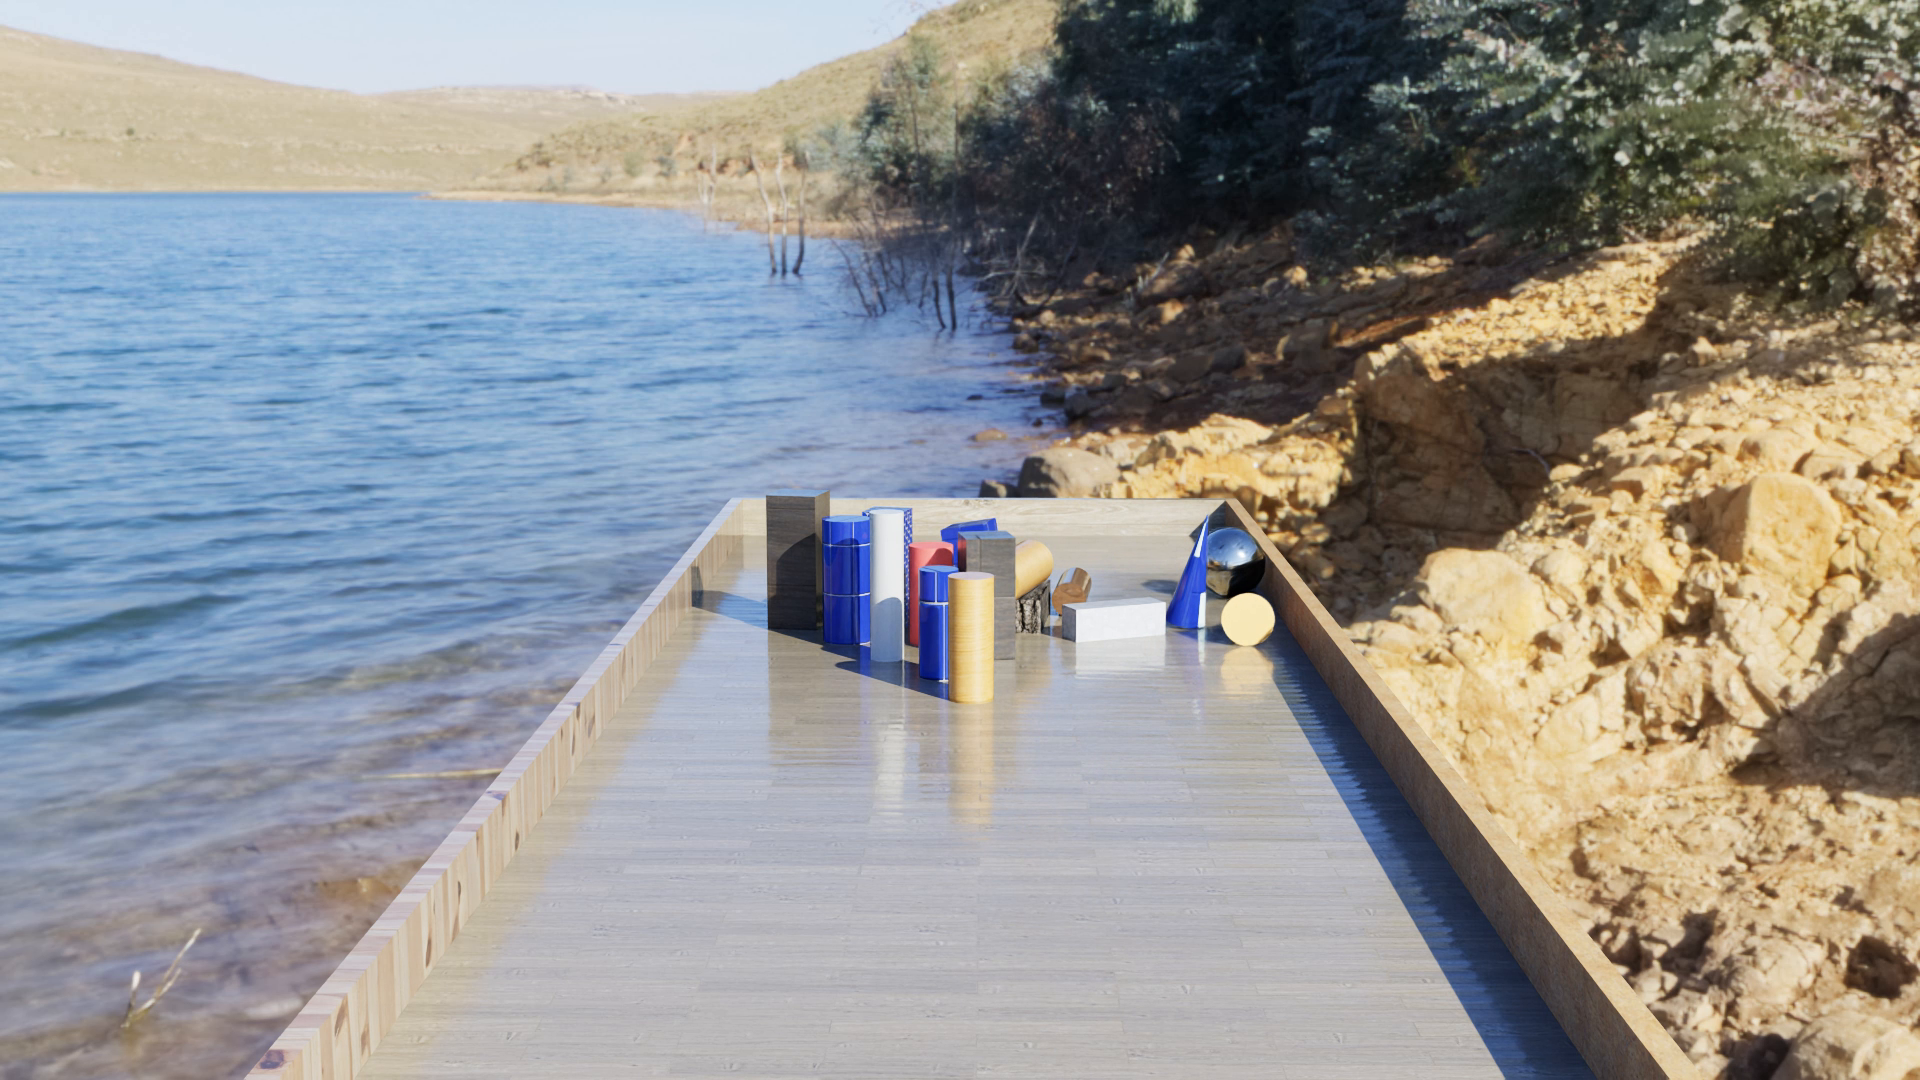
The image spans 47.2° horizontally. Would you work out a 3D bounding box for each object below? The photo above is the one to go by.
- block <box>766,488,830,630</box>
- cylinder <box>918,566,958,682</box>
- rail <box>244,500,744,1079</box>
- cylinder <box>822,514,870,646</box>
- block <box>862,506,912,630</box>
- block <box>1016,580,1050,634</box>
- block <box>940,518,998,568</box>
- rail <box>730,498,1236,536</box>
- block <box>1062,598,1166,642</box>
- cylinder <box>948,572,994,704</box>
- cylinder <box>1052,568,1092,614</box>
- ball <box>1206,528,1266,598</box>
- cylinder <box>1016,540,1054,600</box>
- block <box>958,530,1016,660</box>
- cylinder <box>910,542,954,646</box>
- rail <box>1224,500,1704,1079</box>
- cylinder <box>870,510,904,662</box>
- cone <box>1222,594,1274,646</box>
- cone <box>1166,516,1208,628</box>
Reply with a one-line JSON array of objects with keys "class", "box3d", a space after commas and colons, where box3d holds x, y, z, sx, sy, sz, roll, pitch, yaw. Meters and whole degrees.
[{"class": "block", "box3d": [-0.529, 0.062, 7.212, 0.166, 0.439, 0.166, 2, 9, 13]}, {"class": "cylinder", "box3d": [-0.062, 0.243, 6.443, 0.117, 0.323, 0.117, 0, 9, 0]}, {"class": "rail", "box3d": [-1.004, 0.839, 3.234, 0.050, 0.150, 12.000, 0, 9, 1]}, {"class": "cylinder", "box3d": [-0.357, 0.126, 6.964, 0.155, 0.392, 0.155, 0, 9, 0]}, {"class": "block", "box3d": [-0.236, 0.093, 7.188, 0.132, 0.387, 0.132, 2, 9, 14]}, {"class": "block", "box3d": [0.229, 0.218, 7.285, 0.110, 0.110, 0.385, 1, 9, 7]}, {"class": "block", "box3d": [0.055, 0.104, 7.260, 0.149, 0.320, 0.149, -8, 6, 18]}, {"class": "rail", "box3d": [0.099, -0.098, 9.147, 2.100, 0.150, 0.050, 0, 9, 1]}, {"class": "block", "box3d": [0.494, 0.255, 7.066, 0.320, 0.104, 0.104, -4, 10, -23]}, {"class": "cylinder", "box3d": [0.031, 0.273, 6.159, 0.129, 0.352, 0.129, 0, 9, 0]}, {"class": "cylinder", "box3d": [0.384, 0.176, 7.528, 0.115, 0.115, 0.312, 1, 9, 7]}, {"class": "ball", "box3d": [0.948, 0.080, 7.714, 0.247, 0.247, 0.247, 0, 9, 0]}, {"class": "cylinder", "box3d": [0.173, 0.109, 7.126, 0.156, 0.156, 0.434, 3, 9, 17]}, {"class": "block", "box3d": [0.081, 0.170, 6.739, 0.152, 0.376, 0.152, -2, 9, -10]}, {"class": "cylinder", "box3d": [-0.091, 0.170, 6.945, 0.140, 0.311, 0.140, 0, 9, 0]}, {"class": "rail", "box3d": [1.046, 0.843, 3.208, 0.050, 0.150, 12.000, 0, 9, 1]}, {"class": "cylinder", "box3d": [-0.223, 0.138, 6.692, 0.105, 0.453, 0.105, 0, 9, 0]}, {"class": "cone", "box3d": [0.917, 0.260, 7.106, 0.166, 0.166, 0.390, 1, -3, 3]}, {"class": "cone", "box3d": [0.771, 0.088, 7.175, 0.137, 0.379, 0.137, 10, 17, -3]}]
